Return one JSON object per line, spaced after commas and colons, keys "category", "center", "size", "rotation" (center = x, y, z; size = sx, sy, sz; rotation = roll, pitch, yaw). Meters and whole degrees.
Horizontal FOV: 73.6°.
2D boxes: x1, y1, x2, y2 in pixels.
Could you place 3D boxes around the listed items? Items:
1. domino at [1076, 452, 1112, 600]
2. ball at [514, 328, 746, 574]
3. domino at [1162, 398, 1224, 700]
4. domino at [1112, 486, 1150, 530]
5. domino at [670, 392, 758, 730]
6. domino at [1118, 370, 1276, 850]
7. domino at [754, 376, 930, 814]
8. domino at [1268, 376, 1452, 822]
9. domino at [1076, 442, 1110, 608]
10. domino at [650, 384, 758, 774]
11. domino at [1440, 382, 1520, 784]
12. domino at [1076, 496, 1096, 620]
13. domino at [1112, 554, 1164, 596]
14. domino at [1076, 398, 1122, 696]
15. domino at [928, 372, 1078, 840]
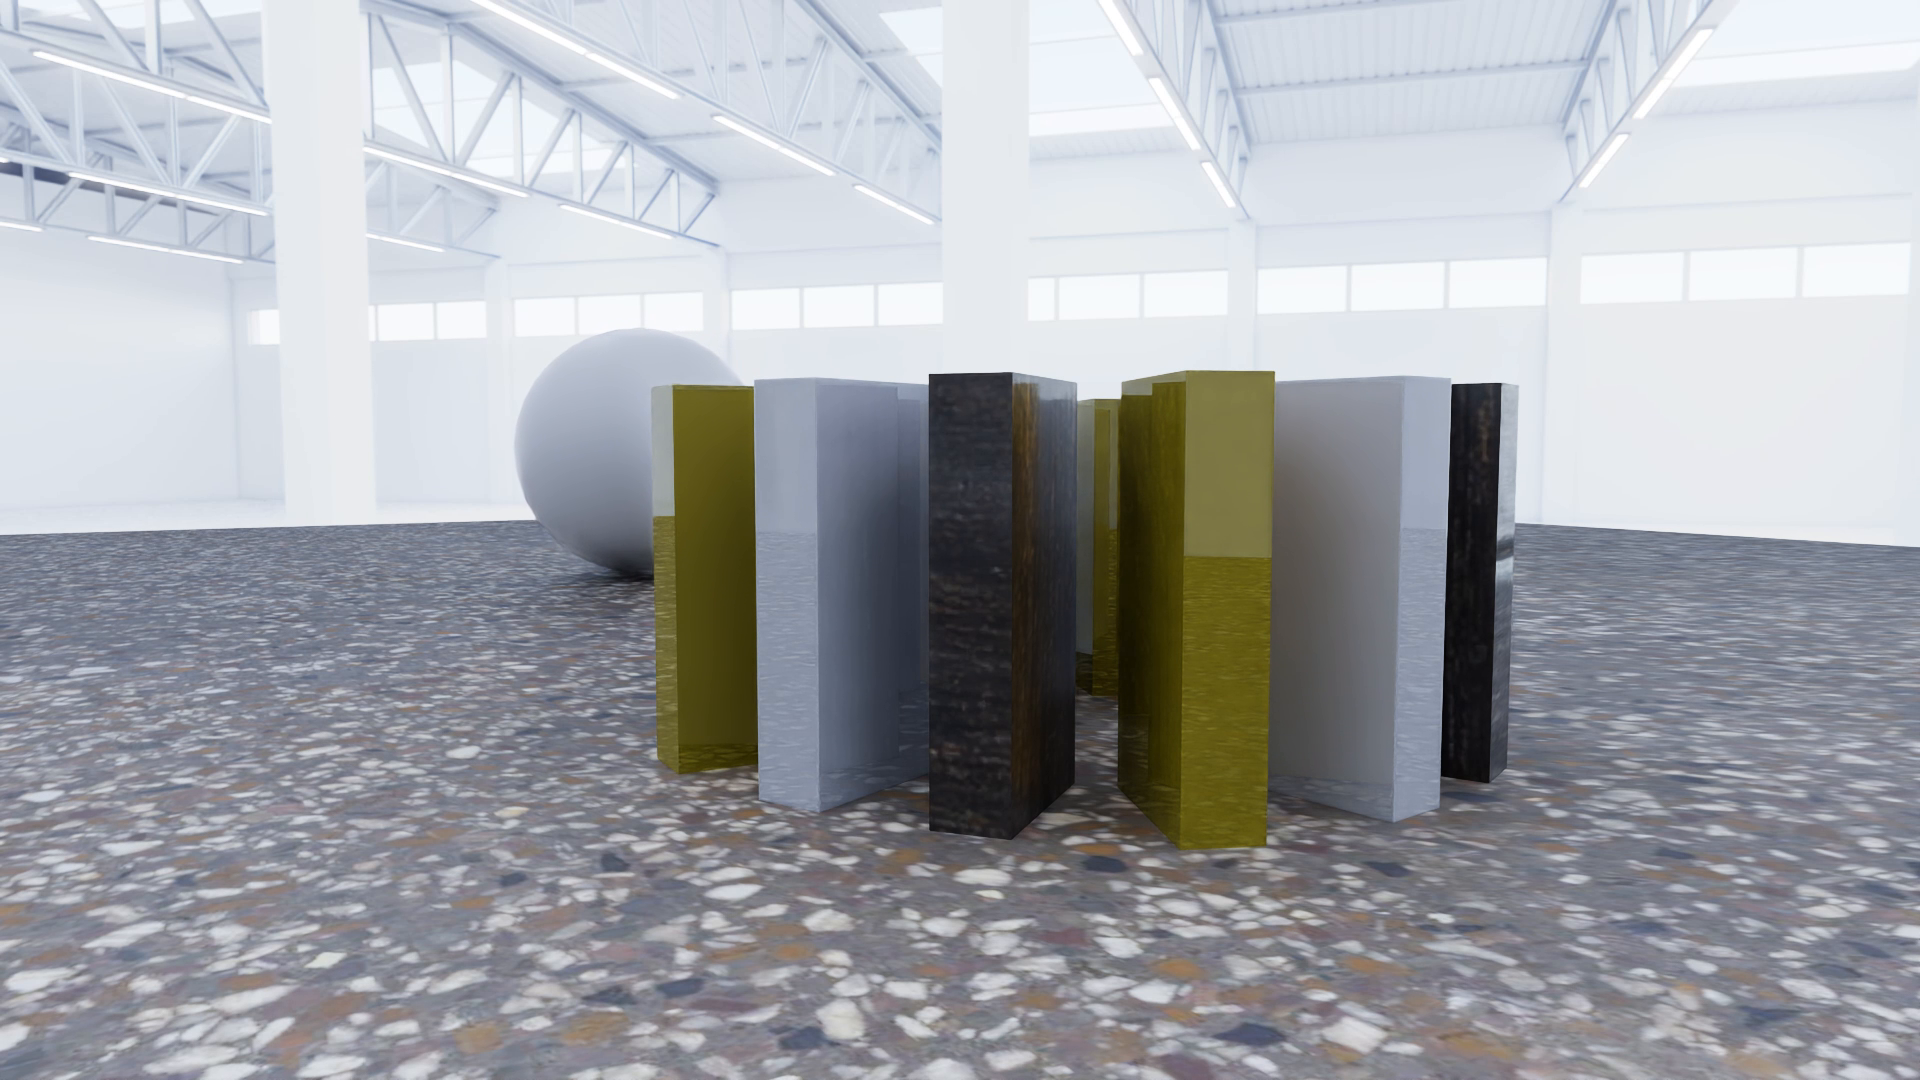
{"category": "domino", "center": [0.027, -0.003, 0.337], "size": [0.025, 0.010, 0.050], "rotation": [1, -38, 8]}
{"category": "ball", "center": [-0.104, -0.029, 0.420], "size": [0.080, 0.080, 0.080], "rotation": [0, 4, 0]}
{"category": "domino", "center": [0.045, 0.001, 0.225], "size": [0.010, 0.050, 0.025], "rotation": [3, 5, 33]}
{"category": "domino", "center": [0.030, -0.002, 0.390], "size": [0.050, 0.010, 0.025], "rotation": [-21, 0, -12]}
{"category": "domino", "center": [-0.030, 0.003, 0.194], "size": [0.025, 0.050, 0.009], "rotation": [1, 4, 10]}
{"category": "domino", "center": [0.026, 0.007, 0.146], "size": [0.009, 0.050, 0.025], "rotation": [-1, 4, -8]}
{"category": "domino", "center": [-0.013, 0.006, 0.159], "size": [0.010, 0.050, 0.025], "rotation": [3, 5, 35]}
{"category": "domino", "center": [0.045, 0.006, 0.155], "size": [0.010, 0.050, 0.025], "rotation": [-3, 5, -39]}
{"category": "domino", "center": [0.023, -0.003, 0.320], "size": [0.025, 0.050, 0.010], "rotation": [1, 48, 12]}
{"category": "domino", "center": [-0.028, 0.005, 0.174], "size": [0.025, 0.050, 0.009], "rotation": [-2, 5, -30]}
{"category": "domino", "center": [0.059, 0.005, 0.170], "size": [0.025, 0.050, 0.010], "rotation": [3, 5, 35]}
{"category": "domino", "center": [0.015, -0.003, 0.303], "size": [0.025, 0.050, 0.010], "rotation": [2, 41, 21]}
{"category": "domino", "center": [0.050, 0.010, 0.373], "size": [0.050, 0.009, 0.025], "rotation": [1, 4, 11]}
{"category": "domino", "center": [0.025, 0.000, 0.228], "size": [0.009, 0.050, 0.025], "rotation": [-1, 4, -9]}
{"category": "domino", "center": [0.006, 0.006, 0.149], "size": [0.010, 0.050, 0.025], "rotation": [2, 5, 21]}
